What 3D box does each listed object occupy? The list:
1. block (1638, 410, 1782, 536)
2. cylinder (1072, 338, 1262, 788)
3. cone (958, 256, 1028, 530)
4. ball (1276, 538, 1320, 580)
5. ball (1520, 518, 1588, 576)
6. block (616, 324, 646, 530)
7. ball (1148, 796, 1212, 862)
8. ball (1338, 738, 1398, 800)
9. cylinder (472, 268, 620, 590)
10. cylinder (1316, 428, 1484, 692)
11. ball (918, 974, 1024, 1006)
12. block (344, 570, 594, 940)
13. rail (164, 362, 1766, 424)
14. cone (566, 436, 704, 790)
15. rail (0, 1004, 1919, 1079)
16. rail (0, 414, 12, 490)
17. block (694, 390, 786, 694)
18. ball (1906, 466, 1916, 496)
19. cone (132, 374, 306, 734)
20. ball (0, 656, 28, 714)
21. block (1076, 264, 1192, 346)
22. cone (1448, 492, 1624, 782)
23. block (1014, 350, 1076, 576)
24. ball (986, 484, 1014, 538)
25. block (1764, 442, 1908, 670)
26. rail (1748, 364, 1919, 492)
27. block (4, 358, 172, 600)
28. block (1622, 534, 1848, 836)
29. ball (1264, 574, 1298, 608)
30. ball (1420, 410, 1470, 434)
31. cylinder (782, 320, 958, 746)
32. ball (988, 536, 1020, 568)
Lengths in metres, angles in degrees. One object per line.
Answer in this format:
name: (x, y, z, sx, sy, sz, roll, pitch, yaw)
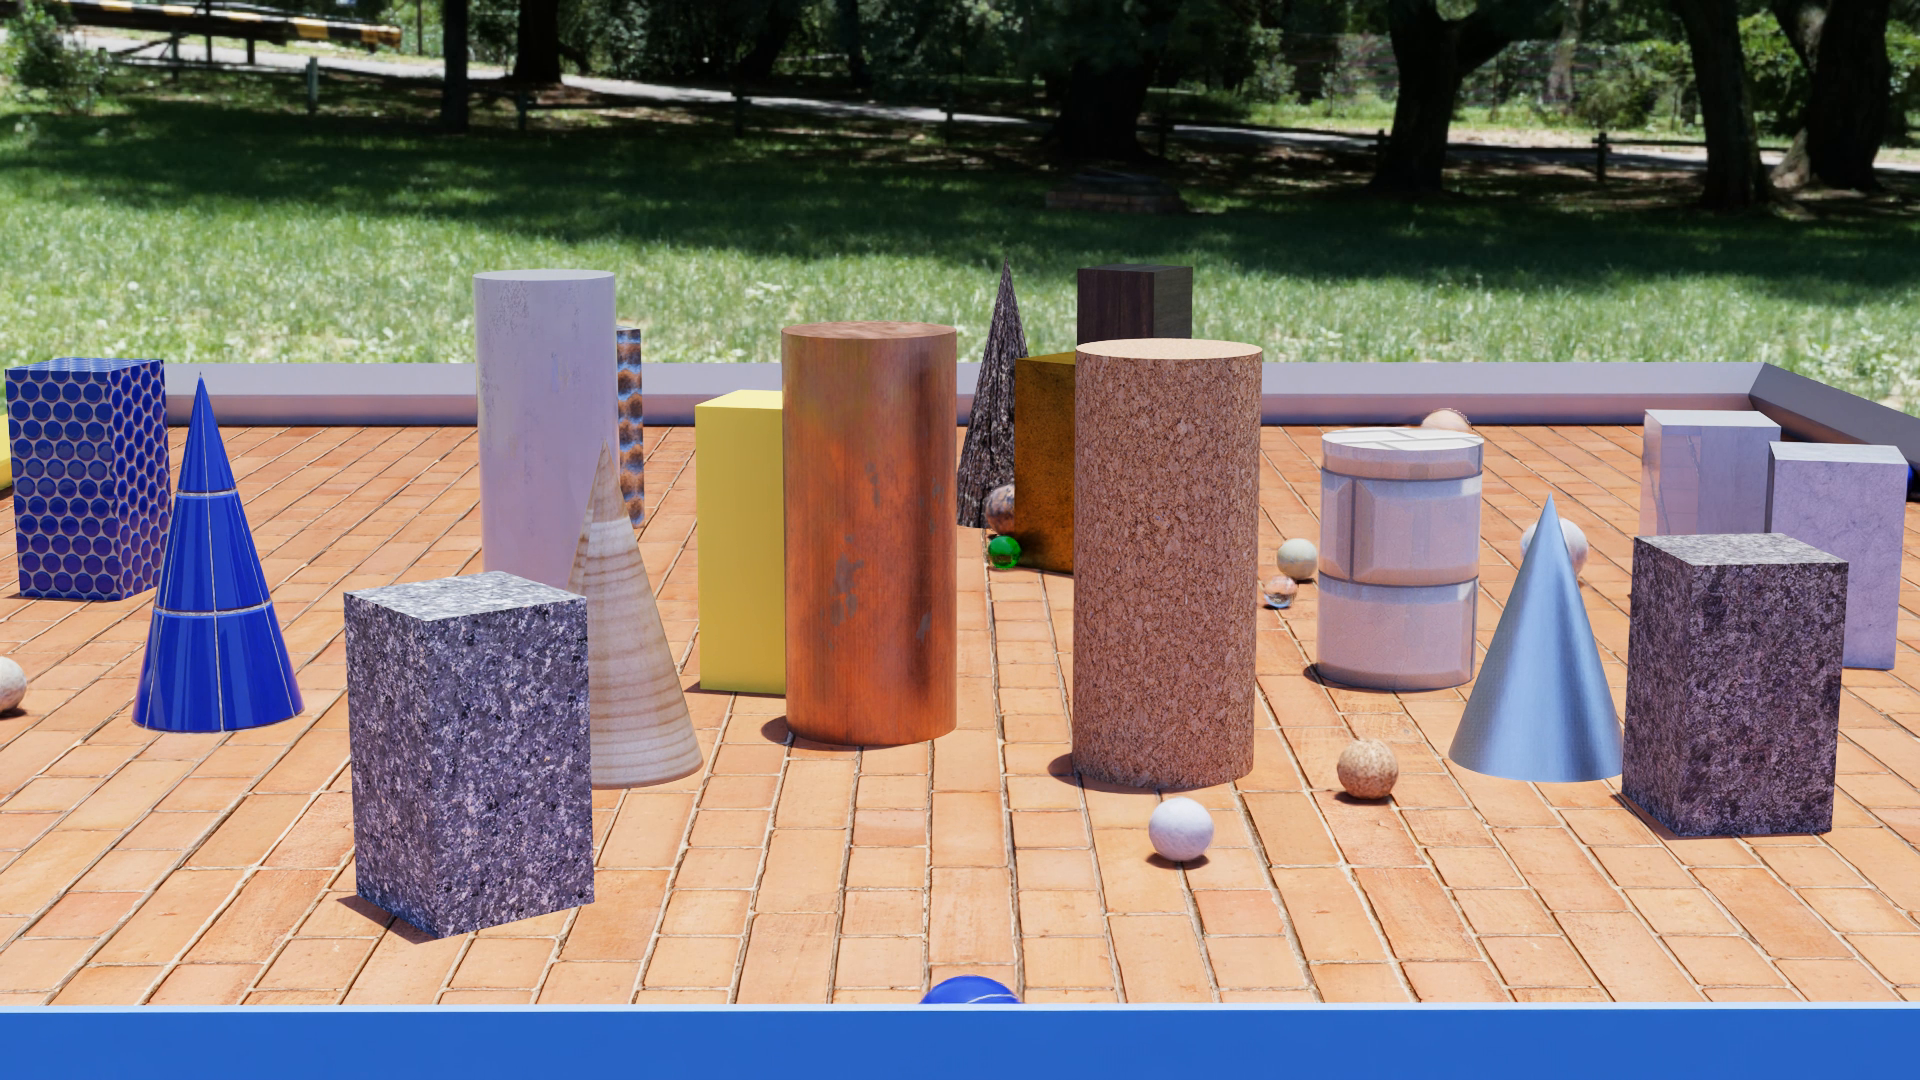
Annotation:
block: (1.007, -0.037, 3.462, 0.152, 0.257, 0.152, 1, 11, 6)
cylinder: (0.213, 0.020, 2.659, 0.190, 0.438, 0.190, 0, 11, 0)
cone: (0.074, -0.244, 4.107, 0.190, 0.426, 0.190, 0, 11, 0)
ball: (0.481, 0.027, 3.651, 0.061, 0.061, 0.061, 0, 11, 0)
ball: (0.840, 0.015, 3.626, 0.095, 0.095, 0.095, 0, 11, 0)
block: (-0.605, -0.178, 4.055, 0.152, 0.316, 0.152, -7, 13, -35)
ball: (0.203, 0.267, 2.368, 0.059, 0.059, 0.059, 0, 11, 0)
ball: (0.408, 0.229, 2.567, 0.061, 0.061, 0.061, 0, 11, 0)
cylinder: (-0.561, -0.139, 3.498, 0.190, 0.444, 0.190, 0, 11, 0)
cylinder: (0.526, 0.020, 3.078, 0.190, 0.286, 0.190, 0, 11, 0)
ball: (0.007, 0.354, 1.823, 0.088, 0.088, 0.088, 0, 11, 0)
block: (-0.428, 0.182, 2.239, 0.152, 0.274, 0.152, -8, 14, -38)
rail: (-0.010, -0.295, 5.203, 3.303, 0.124, 0.045, 0, 11, 0)
cone: (-0.364, 0.065, 2.663, 0.190, 0.349, 0.190, 0, 11, 0)
rail: (0.010, 0.358, 1.695, 3.303, 0.124, 0.045, 0, 11, 0)
rail: (-1.628, 0.034, 3.440, 0.045, 0.124, 3.616, 0, 11, 0)
block: (-0.213, 0.000, 3.043, 0.152, 0.336, 0.152, 3, 11, 15)
ball: (1.581, -0.101, 4.333, 0.063, 0.063, 0.063, 0, 11, 0)
cone: (-0.841, 0.004, 2.874, 0.190, 0.390, 0.190, 0, 11, 0)
ball: (-1.090, 0.164, 2.900, 0.066, 0.066, 0.066, 0, 11, 0)
block: (0.313, -0.306, 4.605, 0.152, 0.366, 0.152, 6, 12, 31)
cone: (0.614, 0.090, 2.695, 0.190, 0.288, 0.190, 0, 11, 0)
block: (0.187, -0.113, 3.742, 0.152, 0.304, 0.152, 9, 14, 40)
ball: (0.081, -0.045, 3.978, 0.083, 0.083, 0.083, 0, 11, 0)
block: (1.082, 0.016, 3.188, 0.152, 0.252, 0.152, 3, 11, 14)
rail: (1.628, 0.030, 3.459, 0.045, 0.124, 3.616, 0, 11, 0)
block: (-1.209, -0.088, 3.575, 0.152, 0.315, 0.152, 2, 11, 12)
block: (0.752, 0.138, 2.503, 0.152, 0.263, 0.152, -1, 11, -6)
ball: (0.433, 0.069, 3.469, 0.046, 0.046, 0.046, 0, 11, 0)
ball: (0.892, -0.190, 4.726, 0.095, 0.095, 0.095, 0, 11, 0)
cylinder: (-0.098, -0.011, 2.820, 0.190, 0.441, 0.190, 0, 11, 0)
ball: (0.064, 0.018, 3.736, 0.049, 0.049, 0.049, 0, 11, 0)
